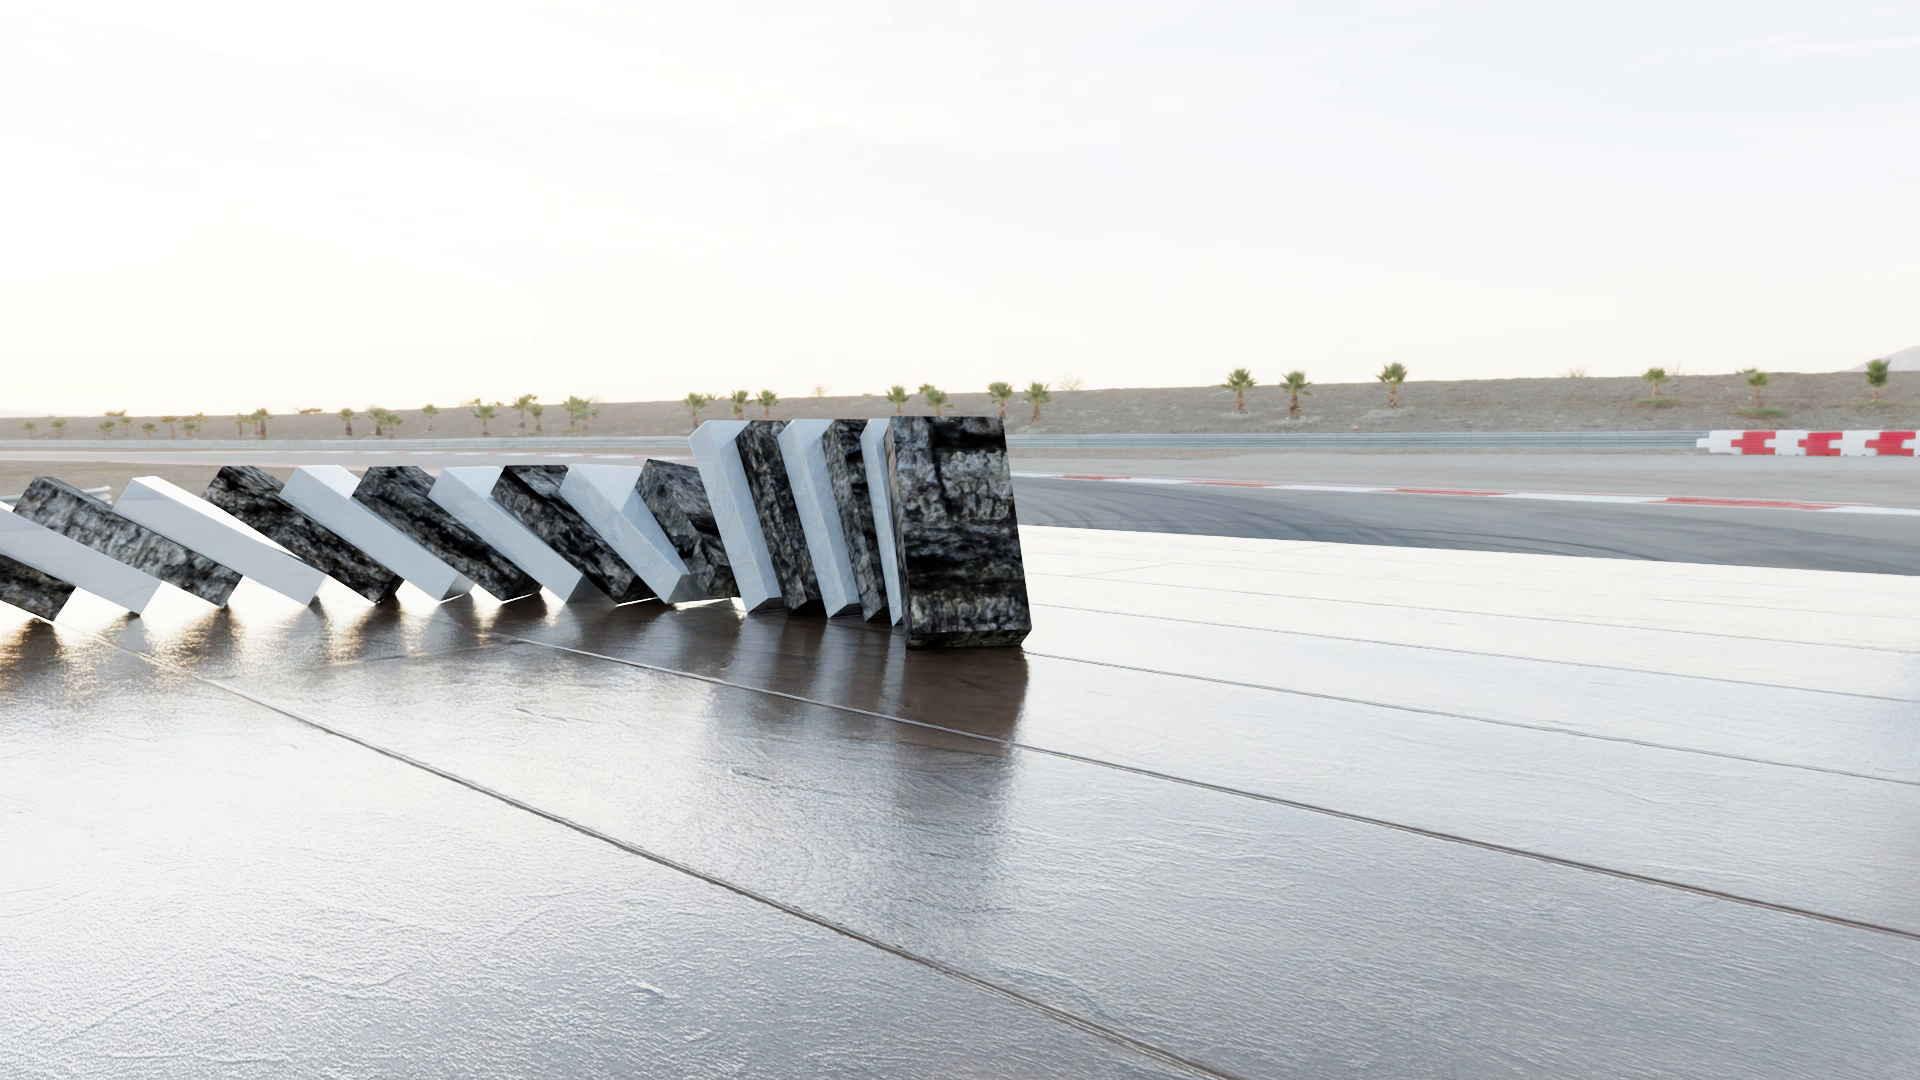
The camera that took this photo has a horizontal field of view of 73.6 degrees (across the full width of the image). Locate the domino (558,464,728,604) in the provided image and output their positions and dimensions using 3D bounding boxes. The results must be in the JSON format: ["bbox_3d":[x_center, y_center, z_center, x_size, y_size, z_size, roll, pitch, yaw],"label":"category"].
[{"bbox_3d":[-0.084,-0.002,0.352,0.050,0.010,0.025,41,21,25],"label":"domino"}]

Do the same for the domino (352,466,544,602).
[{"bbox_3d":[-0.140,-0.002,0.356,0.050,0.010,0.025,35,6,2],"label":"domino"}]

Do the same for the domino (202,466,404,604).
[{"bbox_3d":[-0.175,-0.002,0.348,0.050,0.009,0.025,35,-4,-12],"label":"domino"}]

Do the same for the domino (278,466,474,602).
[{"bbox_3d":[-0.158,-0.002,0.353,0.050,0.009,0.025,35,1,-5],"label":"domino"}]

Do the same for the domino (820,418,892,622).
[{"bbox_3d":[-0.016,-0.006,0.318,0.025,0.050,0.010,-3,-23,-32],"label":"domino"}]

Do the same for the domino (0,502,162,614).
[{"bbox_3d":[-0.225,0.002,0.316,0.050,0.010,0.025,34,-16,-31],"label":"domino"}]

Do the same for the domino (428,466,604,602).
[{"bbox_3d":[-0.120,-0.002,0.358,0.050,0.010,0.025,36,11,9],"label":"domino"}]

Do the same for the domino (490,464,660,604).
[{"bbox_3d":[-0.102,-0.002,0.355,0.050,0.009,0.025,38,15,15],"label":"domino"}]

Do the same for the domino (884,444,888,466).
[{"bbox_3d":[-0.002,-0.004,0.298,0.025,0.050,0.009,-1,-24,-17],"label":"domino"}]

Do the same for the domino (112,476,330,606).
[{"bbox_3d":[-0.193,0.000,0.339,0.050,0.010,0.025,31,-7,-20],"label":"domino"}]

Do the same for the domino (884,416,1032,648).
[{"bbox_3d":[-0.001,-0.002,0.275,0.025,0.050,0.009,-1,-24,-14],"label":"domino"}]

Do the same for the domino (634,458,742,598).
[{"bbox_3d":[-0.067,-0.003,0.349,0.025,0.009,0.050,9,29,-44],"label":"domino"}]

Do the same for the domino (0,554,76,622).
[{"bbox_3d":[-0.237,0.003,0.298,0.025,0.009,0.050,5,-25,45],"label":"domino"}]

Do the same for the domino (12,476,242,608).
[{"bbox_3d":[-0.211,0.001,0.329,0.050,0.009,0.025,33,-12,-25],"label":"domino"}]

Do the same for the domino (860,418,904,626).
[{"bbox_3d":[-0.007,-0.005,0.309,0.025,0.050,0.010,-2,-24,-23],"label":"domino"}]

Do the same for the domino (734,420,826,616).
[{"bbox_3d":[-0.038,-0.006,0.330,0.025,0.050,0.010,-4,-23,-41],"label":"domino"}]

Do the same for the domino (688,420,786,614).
[{"bbox_3d":[-0.051,-0.007,0.335,0.025,0.050,0.010,-5,-22,-47],"label":"domino"}]

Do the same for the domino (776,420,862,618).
[{"bbox_3d":[-0.027,-0.006,0.325,0.025,0.050,0.009,-3,-22,-39],"label":"domino"}]
